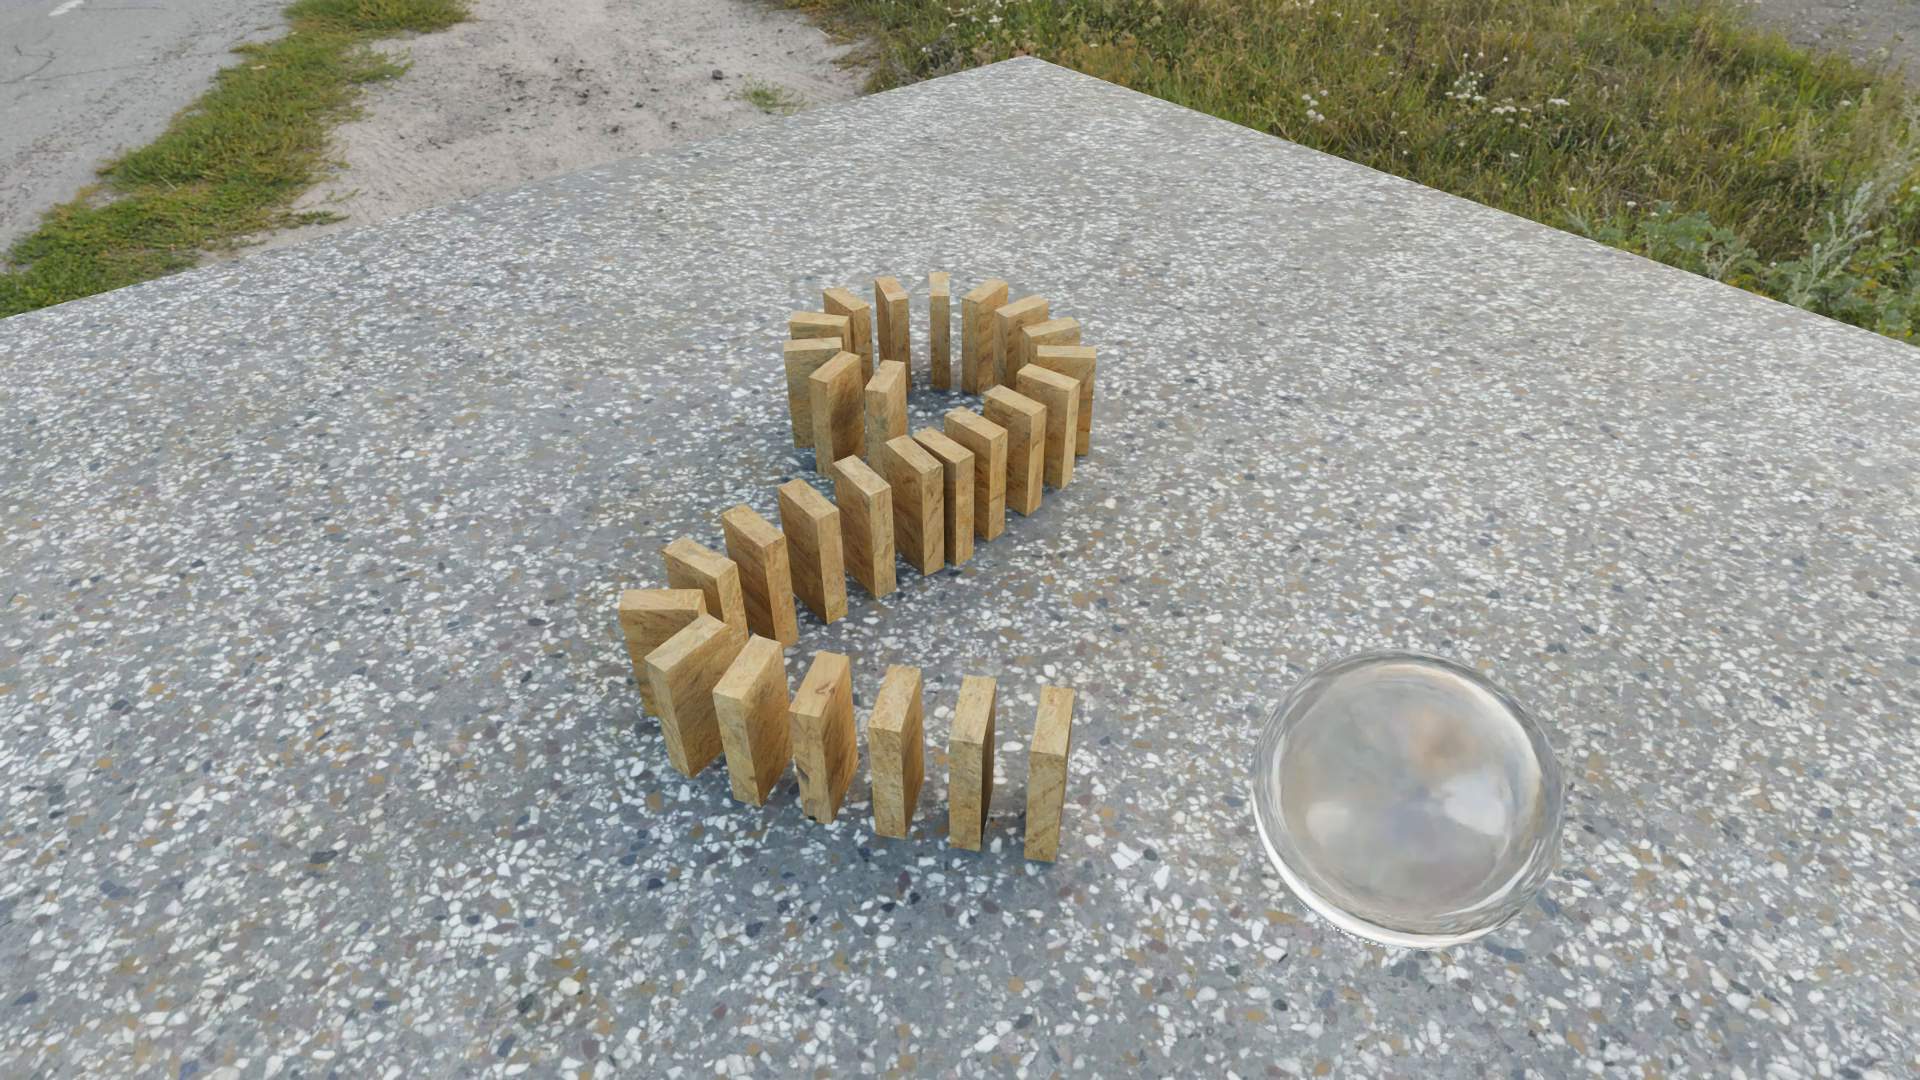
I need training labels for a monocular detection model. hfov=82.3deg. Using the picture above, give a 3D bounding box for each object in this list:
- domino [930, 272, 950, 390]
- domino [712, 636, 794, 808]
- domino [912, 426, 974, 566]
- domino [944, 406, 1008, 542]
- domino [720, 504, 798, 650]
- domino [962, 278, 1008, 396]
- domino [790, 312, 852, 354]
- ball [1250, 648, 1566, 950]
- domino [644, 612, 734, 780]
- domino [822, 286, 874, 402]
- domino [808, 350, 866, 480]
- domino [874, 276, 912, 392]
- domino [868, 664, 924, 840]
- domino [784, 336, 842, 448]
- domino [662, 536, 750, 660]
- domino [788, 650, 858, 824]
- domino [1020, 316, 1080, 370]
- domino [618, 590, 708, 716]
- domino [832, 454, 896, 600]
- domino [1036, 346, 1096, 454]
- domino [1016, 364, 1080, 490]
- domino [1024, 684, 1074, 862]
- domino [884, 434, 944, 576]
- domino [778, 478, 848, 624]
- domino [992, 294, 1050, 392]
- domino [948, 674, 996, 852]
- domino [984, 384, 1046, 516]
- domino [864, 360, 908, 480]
[{"bbox_3d":[-0.010,-0.102,0.536,0.009,0.050,0.025,-1,39,-1],"label":"domino"},{"bbox_3d":[-0.063,0.057,0.342,0.009,0.050,0.025,13,41,15],"label":"domino"},{"bbox_3d":[-0.006,-0.017,0.432,0.009,0.050,0.025,-30,48,-32],"label":"domino"},{"bbox_3d":[0.006,-0.026,0.444,0.025,0.050,0.009,32,49,33],"label":"domino"},{"bbox_3d":[-0.071,0.014,0.394,0.009,0.050,0.025,-31,48,-32],"label":"domino"},{"bbox_3d":[0.012,-0.098,0.531,0.010,0.050,0.025,24,45,27],"label":"domino"},{"bbox_3d":[-0.063,-0.080,0.509,0.025,0.050,0.009,7,40,8],"label":"domino"},{"bbox_3d":[0.121,0.070,0.302,0.080,0.080,0.080,0,39,0],"label":"ball"},{"bbox_3d":[-0.083,0.050,0.350,0.009,0.050,0.025,25,46,28],"label":"domino"},{"bbox_3d":[-0.053,-0.093,0.524,0.009,0.050,0.025,-27,46,-29],"label":"domino"},{"bbox_3d":[-0.053,-0.053,0.477,0.009,0.050,0.025,19,43,22],"label":"domino"},{"bbox_3d":[-0.032,-0.099,0.532,0.010,0.050,0.025,-12,41,-14],"label":"domino"},{"bbox_3d":[-0.019,0.065,0.333,0.009,0.050,0.025,8,40,9],"label":"domino"},{"bbox_3d":[-0.064,-0.065,0.491,0.025,0.050,0.010,-5,40,-6],"label":"domino"},{"bbox_3d":[-0.087,0.025,0.381,0.025,0.050,0.009,24,45,26],"label":"domino"},{"bbox_3d":[-0.041,0.061,0.337,0.009,0.050,0.025,10,40,12],"label":"domino"},{"bbox_3d":[0.040,-0.075,0.503,0.025,0.050,0.009,-16,42,-19],"label":"domino"},{"bbox_3d":[-0.095,0.038,0.365,0.025,0.050,0.009,0,39,0],"label":"domino"},{"bbox_3d":[-0.036,-0.004,0.417,0.010,0.050,0.025,-25,46,-27],"label":"domino"},{"bbox_3d":[0.046,-0.061,0.486,0.025,0.050,0.009,2,39,3],"label":"domino"},{"bbox_3d":[0.037,-0.048,0.470,0.025,0.050,0.009,24,45,26],"label":"domino"},{"bbox_3d":[0.026,0.070,0.326,0.009,0.050,0.025,7,40,8],"label":"domino"},{"bbox_3d":[-0.017,-0.013,0.427,0.010,0.050,0.025,-25,45,-27],"label":"domino"},{"bbox_3d":[-0.054,0.004,0.406,0.009,0.050,0.025,-28,47,-30],"label":"domino"},{"bbox_3d":[0.028,-0.088,0.518,0.025,0.050,0.009,-27,46,-29],"label":"domino"},{"bbox_3d":[0.004,0.067,0.329,0.009,0.050,0.025,7,40,8],"label":"domino"},{"bbox_3d":[0.022,-0.037,0.456,0.025,0.050,0.010,30,48,31],"label":"domino"},{"bbox_3d":[-0.031,-0.049,0.471,0.009,0.050,0.025,10,40,12],"label":"domino"}]
